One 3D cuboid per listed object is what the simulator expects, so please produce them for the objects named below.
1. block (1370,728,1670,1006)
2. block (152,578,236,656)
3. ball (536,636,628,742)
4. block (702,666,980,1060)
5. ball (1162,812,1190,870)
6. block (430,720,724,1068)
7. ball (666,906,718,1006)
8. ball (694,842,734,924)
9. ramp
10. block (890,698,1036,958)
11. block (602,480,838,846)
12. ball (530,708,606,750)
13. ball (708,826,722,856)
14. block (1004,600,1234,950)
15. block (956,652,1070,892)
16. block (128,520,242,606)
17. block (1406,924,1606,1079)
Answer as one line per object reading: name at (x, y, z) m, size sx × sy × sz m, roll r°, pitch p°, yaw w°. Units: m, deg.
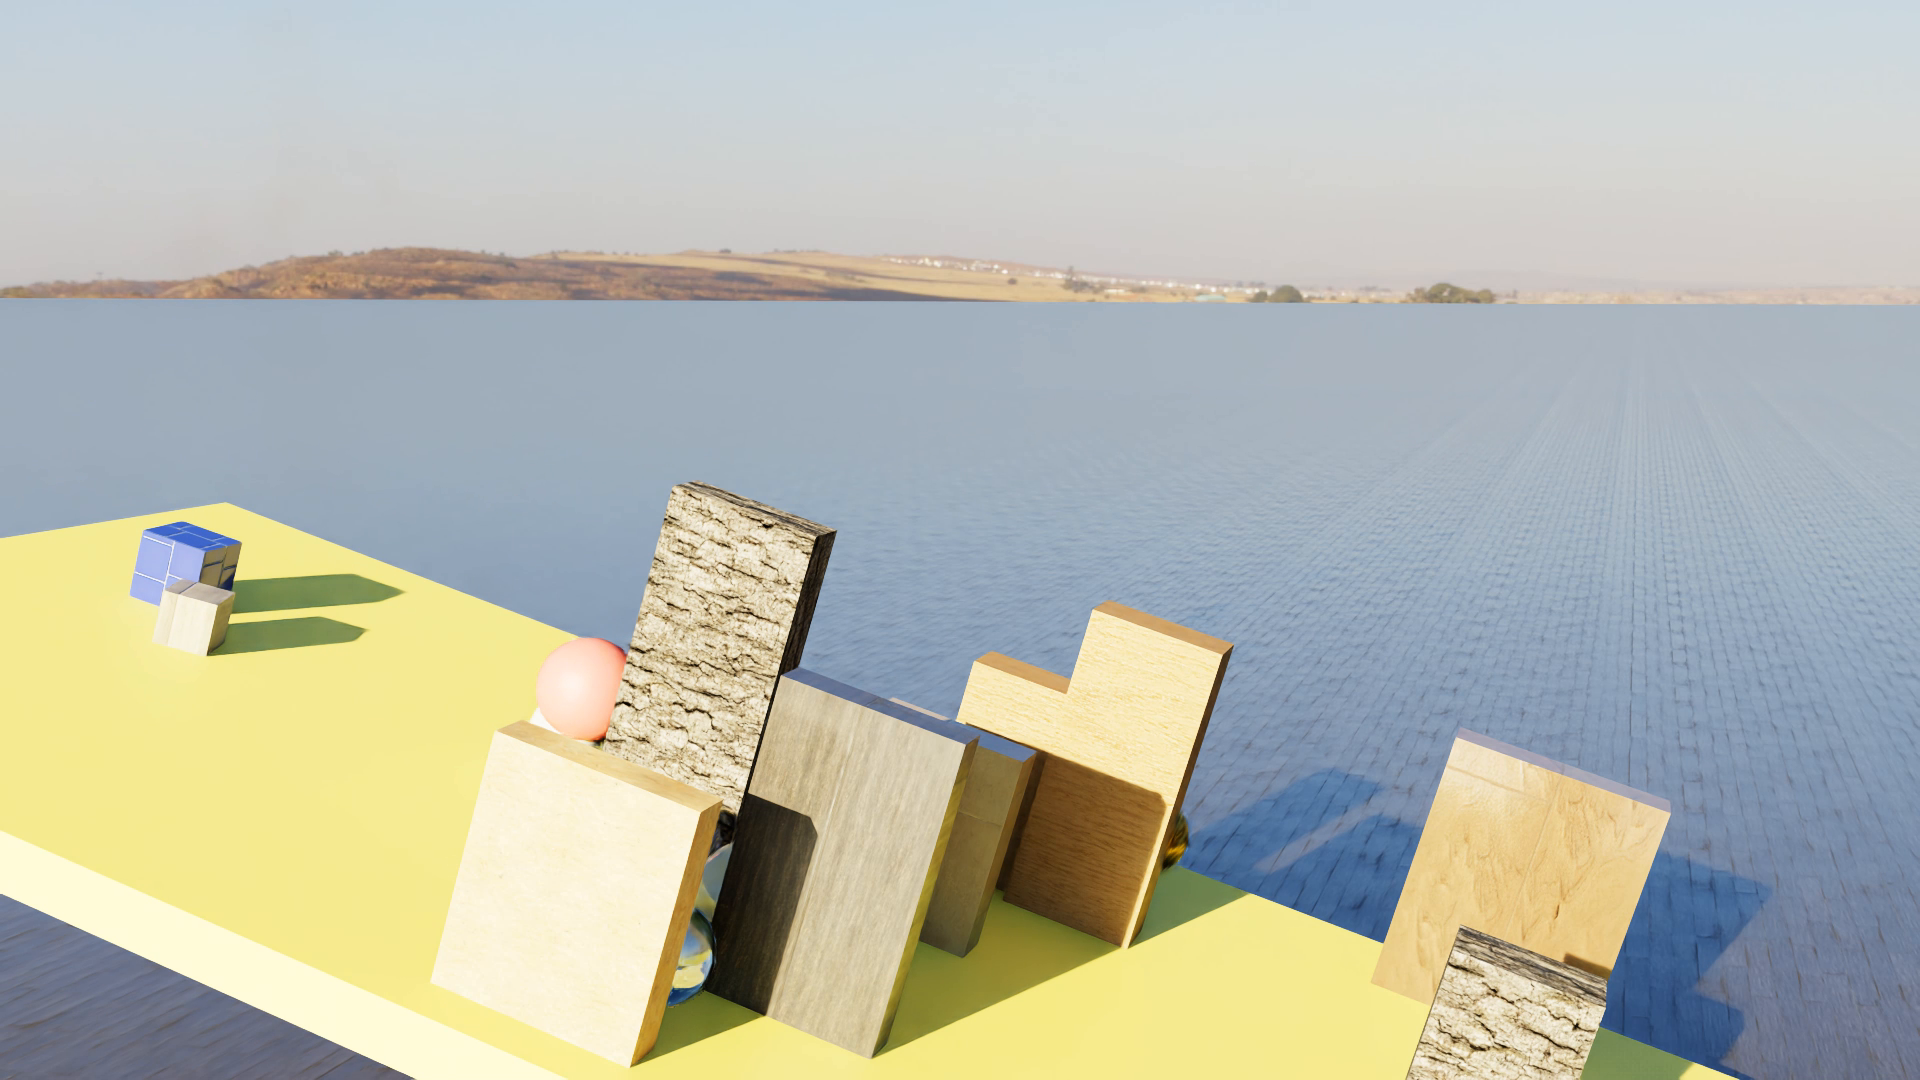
block at (1.162, 0.735, 4.578) m, size 0.445 × 0.562 × 0.110 m, roll 19°, pitch 12°, yaw 14°
block at (-1.593, 0.160, 4.575) m, size 0.114 × 0.114 × 0.114 m, roll 16°, pitch 11°, yaw -3°
ball at (-0.732, 0.294, 4.334) m, size 0.205 × 0.205 × 0.205 m, roll 0°, pitch 7°, yaw 0°
block at (-0.207, 0.532, 3.630) m, size 0.328 × 0.561 × 0.083 m, roll 19°, pitch 12°, yaw 14°
ball at (0.431, 0.659, 4.921) m, size 0.163 × 0.163 × 0.163 m, roll 0°, pitch 7°, yaw 0°
block at (-0.592, 0.542, 3.385) m, size 0.353 × 0.426 × 0.088 m, roll 19°, pitch 12°, yaw 14°
ball at (-0.482, 0.668, 3.570) m, size 0.175 × 0.175 × 0.175 m, roll 0°, pitch 7°, yaw 0°
ball at (-0.372, 0.627, 3.849) m, size 0.203 × 0.203 × 0.203 m, roll 0°, pitch 7°, yaw 0°
ramp at (-0.368, 0.708, 4.233) m, size 4.000 × 0.100 × 2.000 m, roll 19°, pitch 12°, yaw 14°
block at (-0.061, 0.544, 4.177) m, size 0.300 × 0.401 × 0.098 m, roll 19°, pitch 12°, yaw 14°
block at (-0.480, 0.262, 4.207) m, size 0.298 × 0.686 × 0.115 m, roll 19°, pitch 12°, yaw 14°
ball at (-0.799, 0.394, 4.470) m, size 0.158 × 0.158 × 0.158 m, roll 0°, pitch 7°, yaw 0°
ball at (-0.521, 0.564, 4.005) m, size 0.177 × 0.177 × 0.177 m, roll 0°, pitch 7°, yaw 0°
block at (0.319, 0.473, 4.454) m, size 0.272 × 0.637 × 0.133 m, roll 19°, pitch 12°, yaw 14°
block at (0.157, 0.507, 4.561) m, size 0.372 × 0.440 × 0.131 m, roll 19°, pitch 12°, yaw 14°
block at (-1.691, 0.063, 4.805) m, size 0.151 × 0.151 × 0.151 m, roll 18°, pitch 12°, yaw 10°
block at (0.842, 0.902, 3.547) m, size 0.243 × 0.481 × 0.148 m, roll 19°, pitch 12°, yaw 14°
